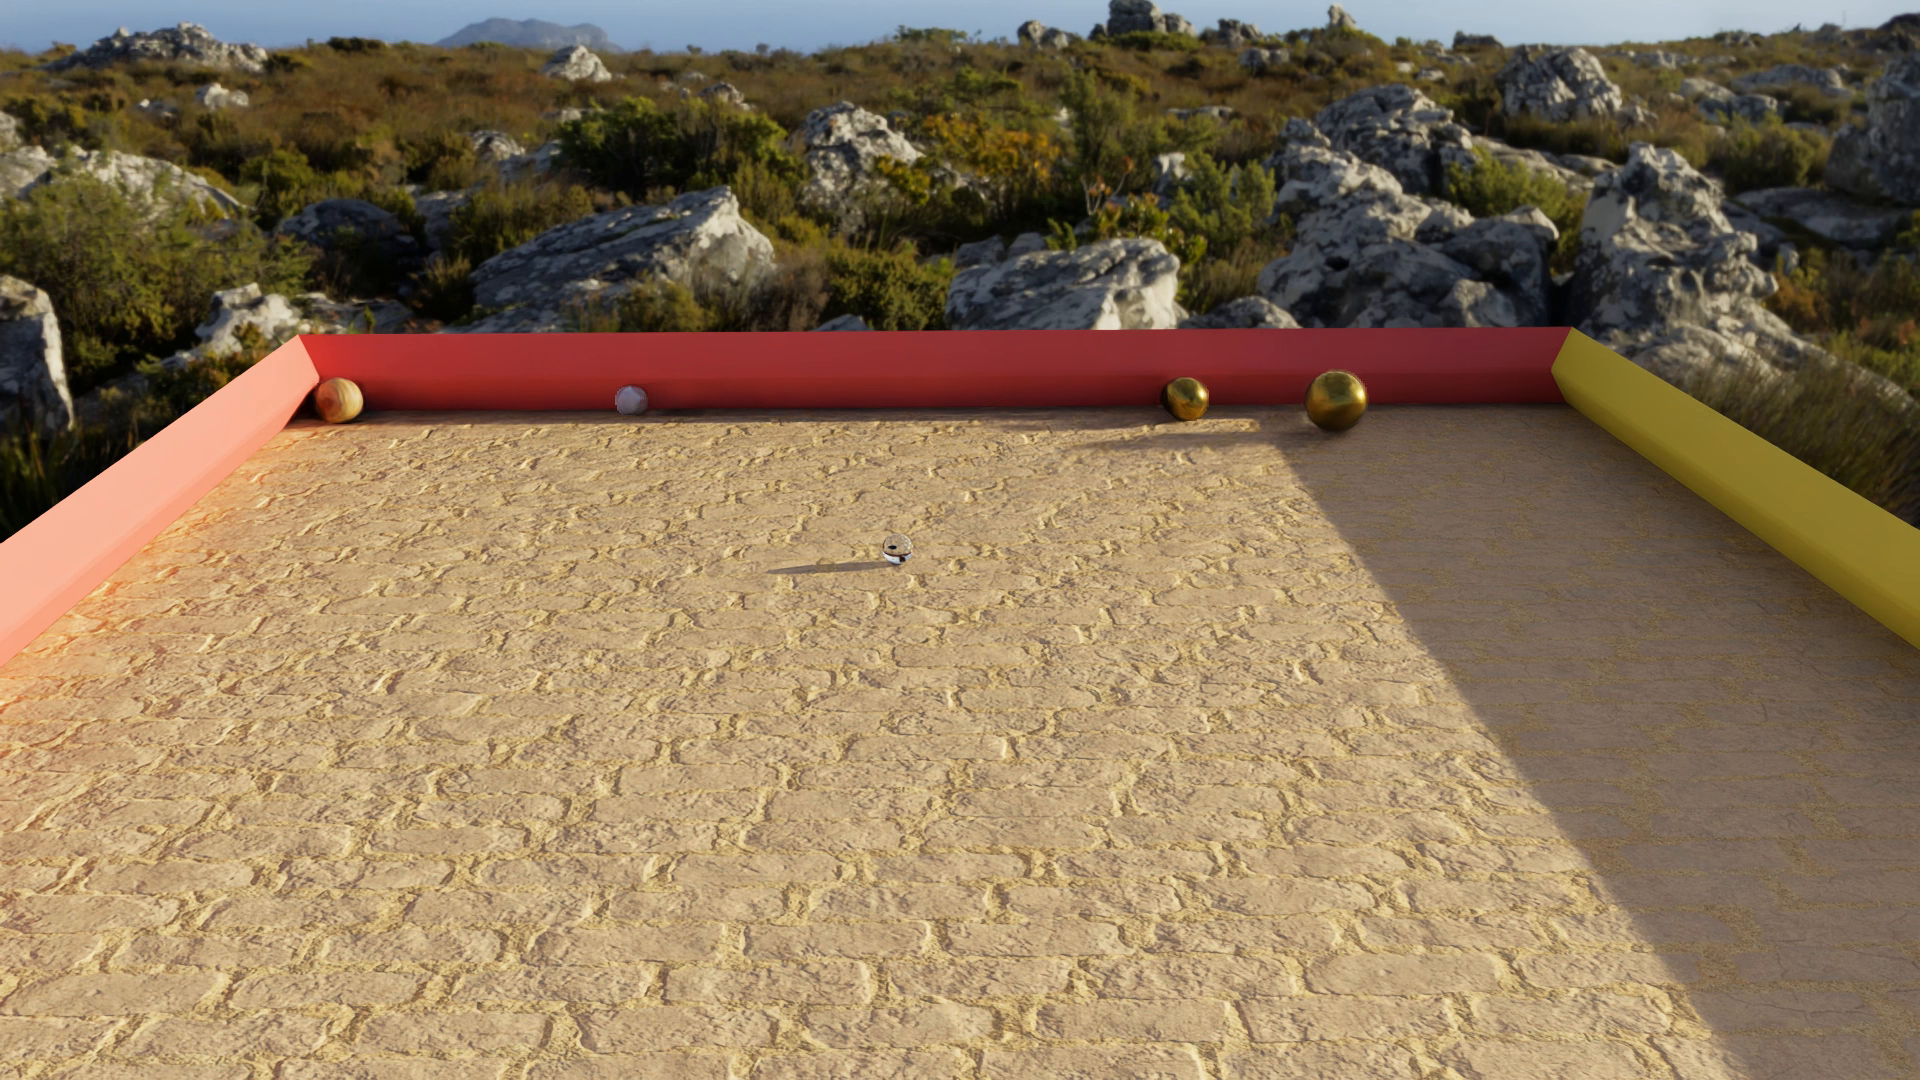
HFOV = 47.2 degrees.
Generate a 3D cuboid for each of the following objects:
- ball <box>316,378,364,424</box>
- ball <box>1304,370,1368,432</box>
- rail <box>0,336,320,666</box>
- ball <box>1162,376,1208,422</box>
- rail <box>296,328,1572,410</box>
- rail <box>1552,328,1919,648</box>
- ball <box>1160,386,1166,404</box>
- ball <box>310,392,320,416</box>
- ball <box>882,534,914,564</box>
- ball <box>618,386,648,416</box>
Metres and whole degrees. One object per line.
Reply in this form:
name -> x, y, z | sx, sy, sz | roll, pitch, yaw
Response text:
ball -> -1.018, -0.228, 3.607 | 0.076, 0.076, 0.076 | 0, 16, 0
ball -> 0.605, -0.223, 3.544 | 0.099, 0.099, 0.099 | 0, 16, 0
rail -> -1.019, 0.231, 1.869 | 0.045, 0.129, 3.787 | -1, 16, -2
ball -> 0.370, -0.233, 3.625 | 0.074, 0.074, 0.074 | 0, 16, 0
rail -> -0.031, -0.284, 3.702 | 2.152, 0.129, 0.045 | -1, 16, -2
rail -> 1.084, 0.211, 1.938 | 0.045, 0.129, 3.787 | -1, 16, -2
ball -> 0.359, -0.240, 3.705 | 0.045, 0.045, 0.045 | 0, 16, 0
ball -> -1.057, -0.227, 3.657 | 0.046, 0.046, 0.046 | 0, 16, 0
ball -> -0.080, 0.011, 2.819 | 0.040, 0.040, 0.040 | 0, 16, 0
ball -> -0.546, -0.233, 3.671 | 0.049, 0.049, 0.049 | 0, 16, 0
